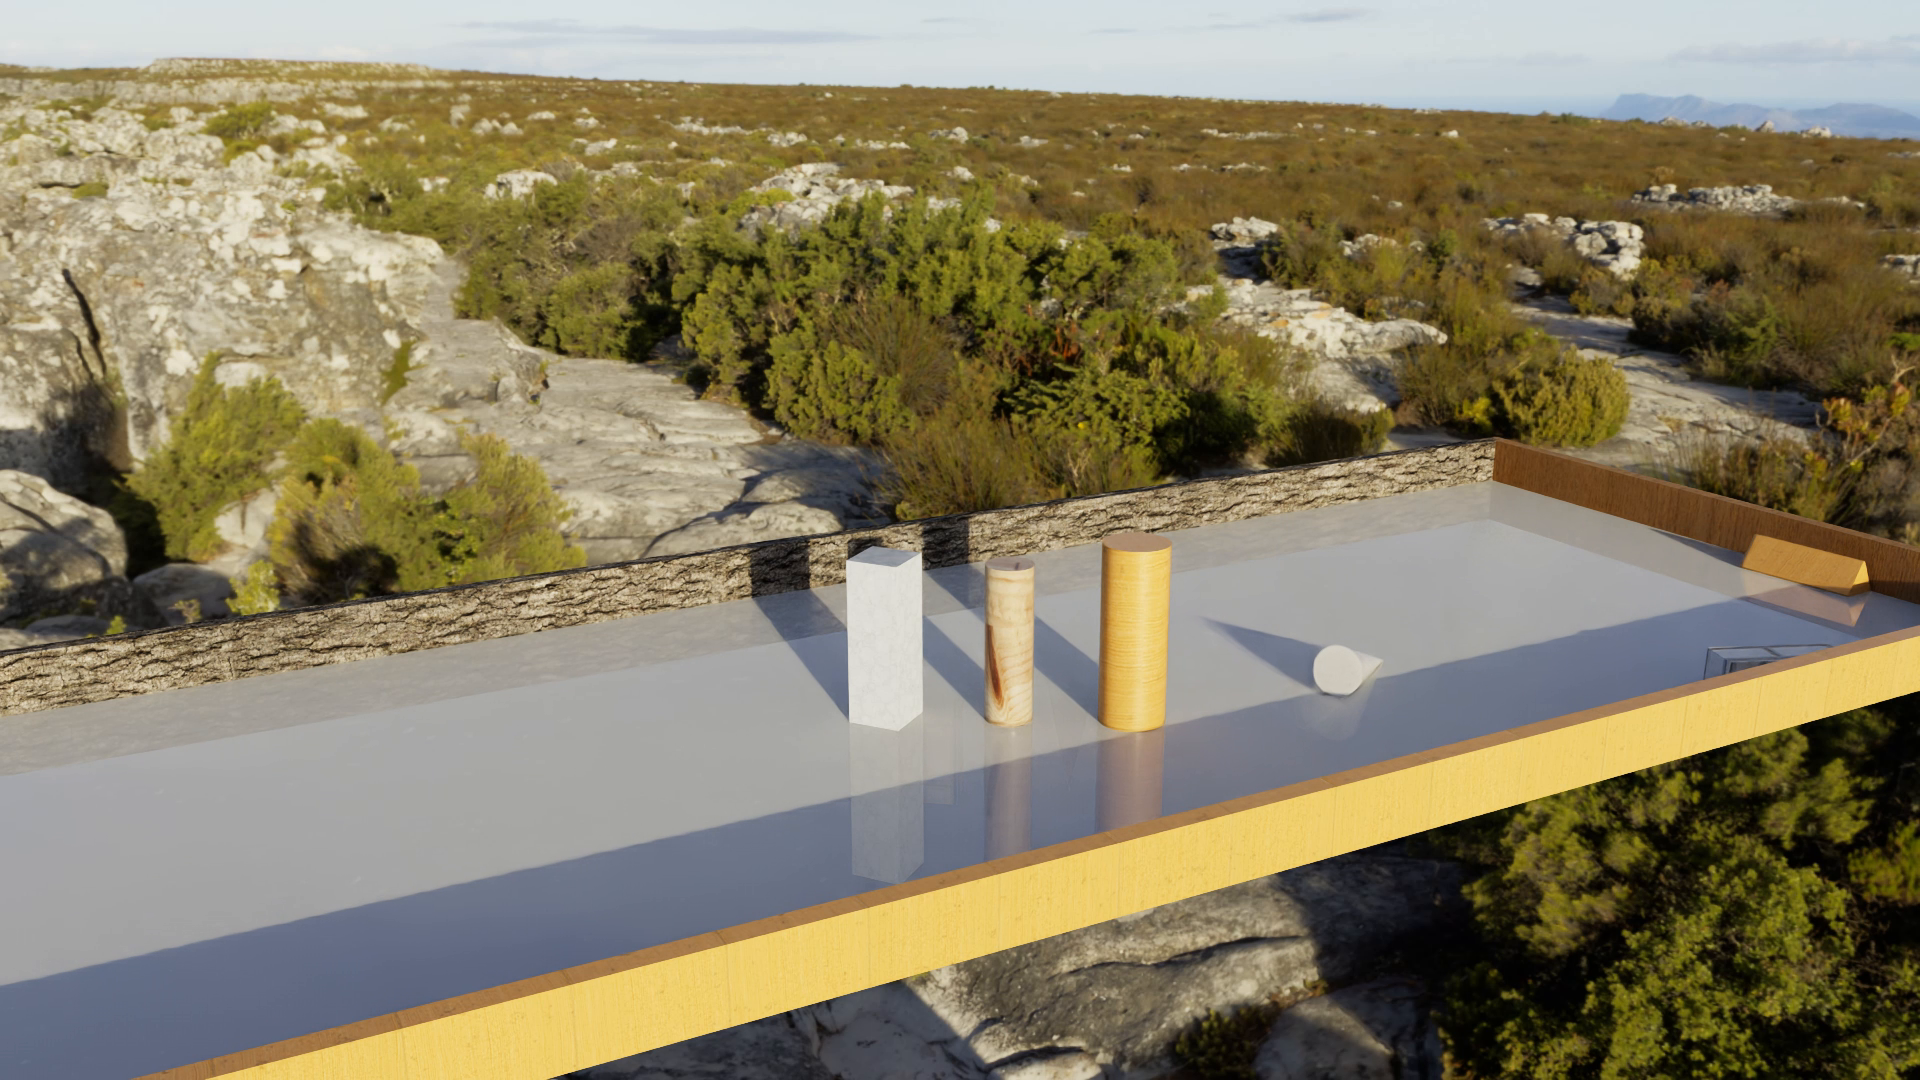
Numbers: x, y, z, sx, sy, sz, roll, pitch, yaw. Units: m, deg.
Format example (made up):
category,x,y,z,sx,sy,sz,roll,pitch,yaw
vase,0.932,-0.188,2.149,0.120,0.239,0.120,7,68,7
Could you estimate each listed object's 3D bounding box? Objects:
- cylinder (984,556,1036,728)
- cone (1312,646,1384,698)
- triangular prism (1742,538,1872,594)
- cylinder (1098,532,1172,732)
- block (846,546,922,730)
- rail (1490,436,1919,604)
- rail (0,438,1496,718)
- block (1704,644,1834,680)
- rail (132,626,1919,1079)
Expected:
category,x,y,z,sx,sy,sz,roll,pitch,yaw
cylinder,0.115,0.239,3.865,0.116,0.383,0.116,0,16,0
cone,1.014,0.316,4.166,0.128,0.128,0.313,12,8,34
triangular prism,2.532,0.068,4.940,0.113,0.098,0.342,-19,20,-30
cylinder,0.406,0.215,3.848,0.160,0.437,0.160,0,16,0
block,-0.175,0.229,3.867,0.129,0.399,0.129,7,18,24
rail,2.466,-0.048,5.253,0.050,0.150,2.100,-9,18,-27
rail,-3.305,0.497,3.399,12.000,0.150,0.050,-9,18,-27
block,2.012,0.326,4.058,0.320,0.105,0.105,-2,16,-5
rail,-2.336,1.006,1.665,12.000,0.150,0.050,-9,18,-27
